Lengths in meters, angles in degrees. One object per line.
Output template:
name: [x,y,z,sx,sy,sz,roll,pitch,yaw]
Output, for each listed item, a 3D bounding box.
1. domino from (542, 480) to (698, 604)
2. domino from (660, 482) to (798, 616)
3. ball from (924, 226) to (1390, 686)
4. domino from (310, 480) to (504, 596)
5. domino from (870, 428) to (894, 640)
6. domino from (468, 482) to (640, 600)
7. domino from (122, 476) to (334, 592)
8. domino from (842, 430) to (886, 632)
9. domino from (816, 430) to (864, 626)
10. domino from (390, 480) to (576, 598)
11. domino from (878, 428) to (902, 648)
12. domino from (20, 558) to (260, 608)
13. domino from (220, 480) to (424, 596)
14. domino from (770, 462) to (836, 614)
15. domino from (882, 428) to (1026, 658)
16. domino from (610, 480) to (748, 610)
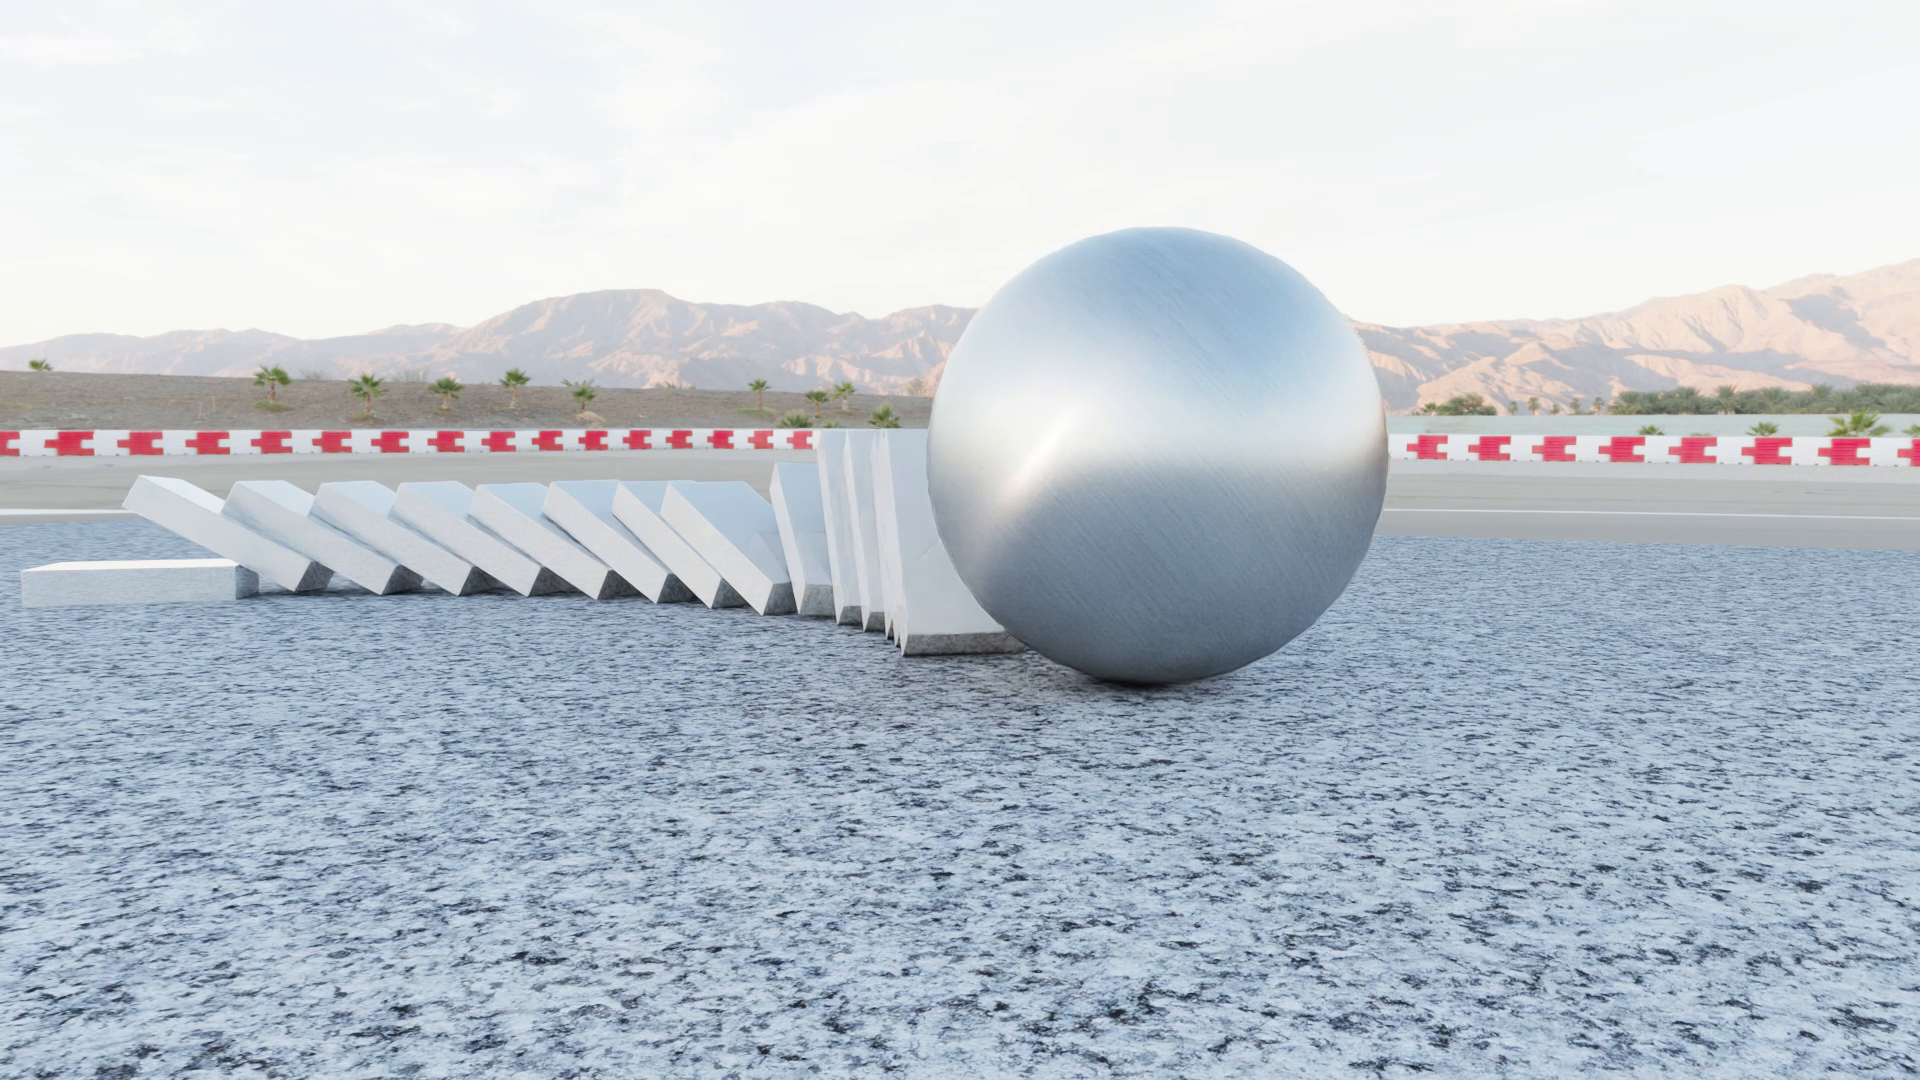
domino: [-0.091,0.000,0.361,0.050,0.009,0.025,34,20,25]
domino: [-0.055,0.001,0.339,0.025,0.010,0.050,-5,34,-47]
ball: [0.034,-0.015,0.227,0.080,0.080,0.080,0,4,0]
domino: [-0.158,-0.001,0.372,0.050,0.010,0.025,28,7,5]
domino: [-0.006,-0.002,0.291,0.025,0.050,0.009,-1,-32,-11]
domino: [-0.113,0.000,0.368,0.050,0.009,0.025,30,15,18]
domino: [-0.205,-0.002,0.364,0.050,0.009,0.025,28,-4,-7]
domino: [-0.012,-0.003,0.302,0.025,0.050,0.009,-1,-32,-14]
domino: [-0.019,-0.004,0.312,0.025,0.050,0.009,-1,-32,-15]
domino: [-0.136,-0.001,0.371,0.050,0.009,0.025,29,11,11]
domino: [-0.003,-0.001,0.279,0.025,0.050,0.009,-1,-32,-11]
domino: [-0.224,0.011,0.353,0.050,0.010,0.025,-1,4,-15]
domino: [-0.181,-0.001,0.369,0.050,0.010,0.025,28,3,-1]
domino: [-0.032,-0.001,0.329,0.025,0.010,0.050,2,38,-20]
domino: [-0.001,0.000,0.267,0.025,0.050,0.009,-1,-32,-11]
domino: [-0.071,0.000,0.352,0.050,0.009,0.025,38,27,33]
